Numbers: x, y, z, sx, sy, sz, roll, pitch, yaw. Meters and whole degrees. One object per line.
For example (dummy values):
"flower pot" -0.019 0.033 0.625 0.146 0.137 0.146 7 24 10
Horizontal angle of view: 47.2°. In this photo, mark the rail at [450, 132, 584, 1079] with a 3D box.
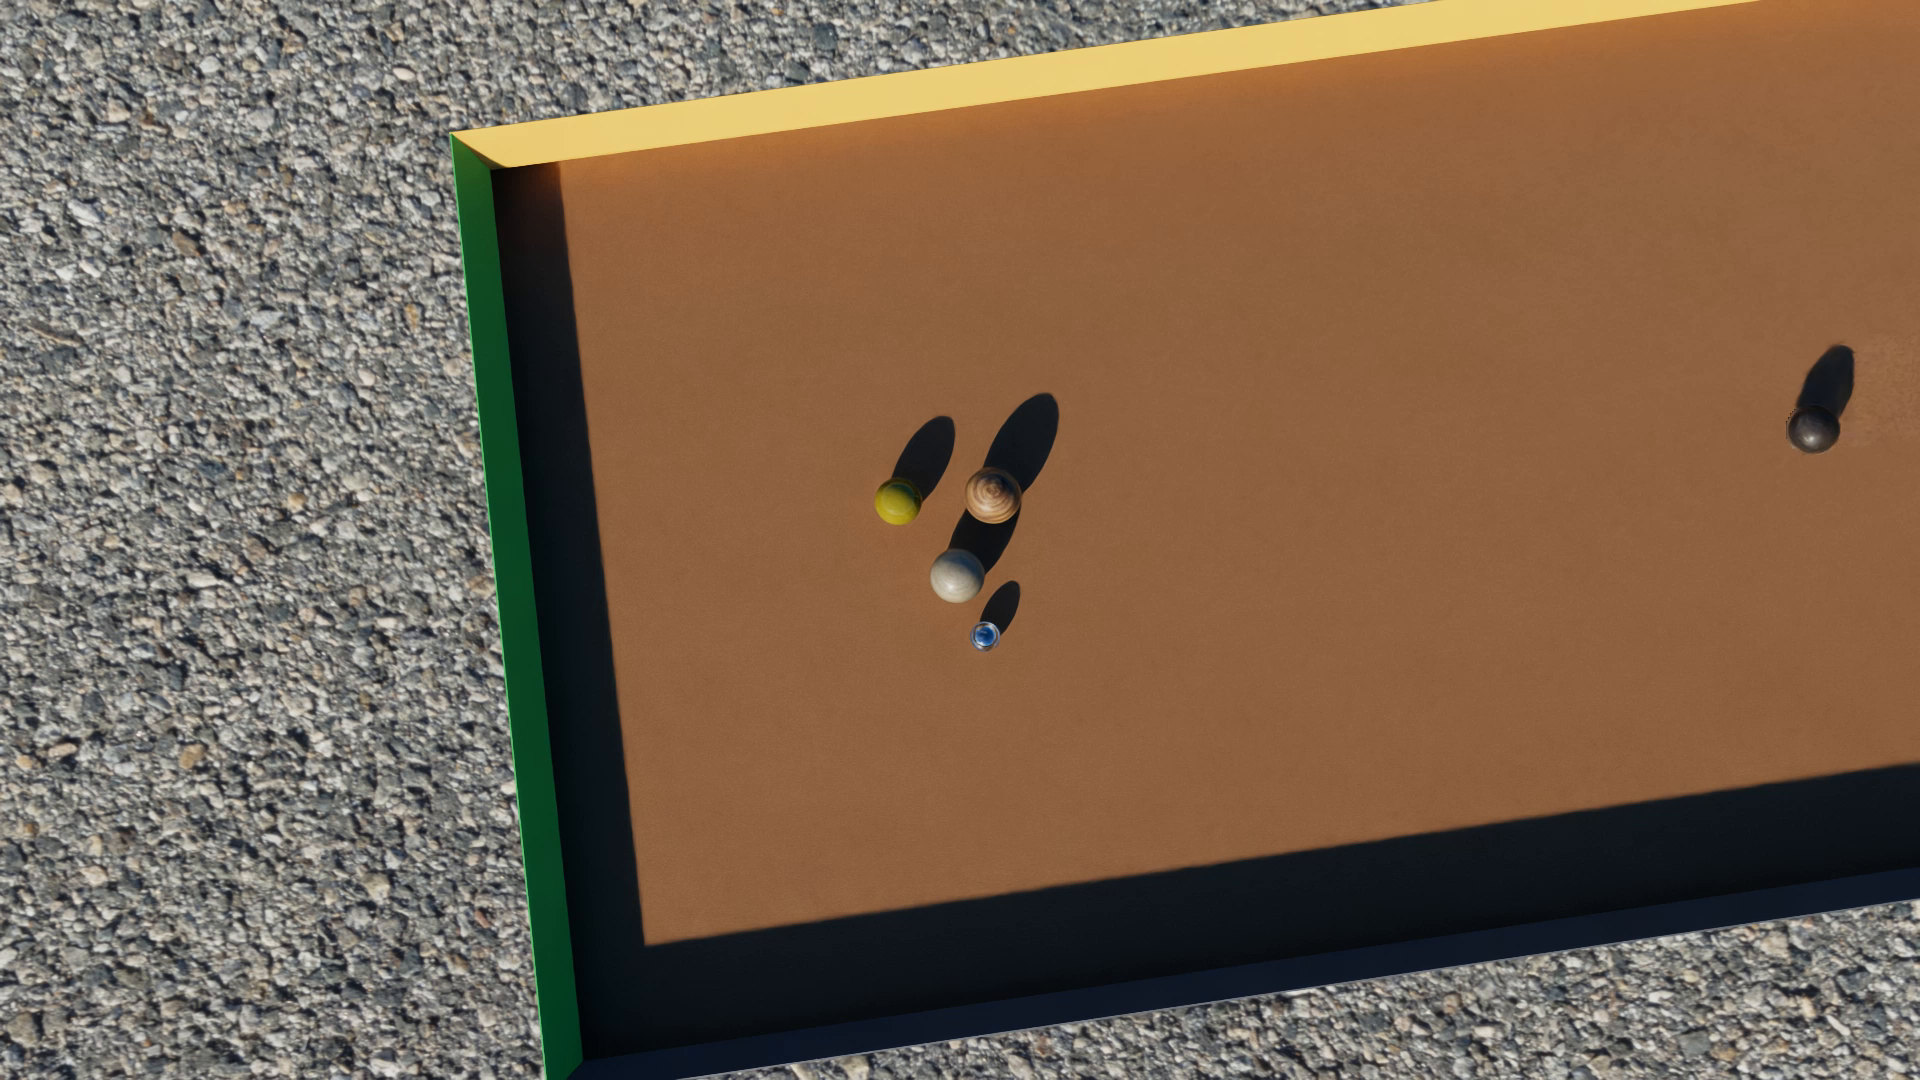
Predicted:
"rail" -0.653 0.087 3.262 0.045 0.112 1.448 -8 78 -2

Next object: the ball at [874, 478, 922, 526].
"ball" -0.093 -0.058 3.314 0.072 0.072 0.072 0 78 0

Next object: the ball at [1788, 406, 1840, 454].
"ball" 1.296 -0.167 3.336 0.073 0.073 0.073 0 78 0

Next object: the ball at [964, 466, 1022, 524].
"ball" 0.049 -0.067 3.309 0.087 0.087 0.087 0 78 0

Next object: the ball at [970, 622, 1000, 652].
"ball" 0.038 0.144 3.286 0.046 0.046 0.046 0 78 0

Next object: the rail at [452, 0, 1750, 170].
"rail" 0.578 -0.777 3.442 2.734 0.112 0.045 -8 78 -2

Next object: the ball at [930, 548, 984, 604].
"ball" -0.004 0.053 3.286 0.083 0.083 0.083 0 78 0

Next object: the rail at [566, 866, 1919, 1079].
"rail" 0.775 0.580 3.160 2.734 0.112 0.045 -8 78 -2
